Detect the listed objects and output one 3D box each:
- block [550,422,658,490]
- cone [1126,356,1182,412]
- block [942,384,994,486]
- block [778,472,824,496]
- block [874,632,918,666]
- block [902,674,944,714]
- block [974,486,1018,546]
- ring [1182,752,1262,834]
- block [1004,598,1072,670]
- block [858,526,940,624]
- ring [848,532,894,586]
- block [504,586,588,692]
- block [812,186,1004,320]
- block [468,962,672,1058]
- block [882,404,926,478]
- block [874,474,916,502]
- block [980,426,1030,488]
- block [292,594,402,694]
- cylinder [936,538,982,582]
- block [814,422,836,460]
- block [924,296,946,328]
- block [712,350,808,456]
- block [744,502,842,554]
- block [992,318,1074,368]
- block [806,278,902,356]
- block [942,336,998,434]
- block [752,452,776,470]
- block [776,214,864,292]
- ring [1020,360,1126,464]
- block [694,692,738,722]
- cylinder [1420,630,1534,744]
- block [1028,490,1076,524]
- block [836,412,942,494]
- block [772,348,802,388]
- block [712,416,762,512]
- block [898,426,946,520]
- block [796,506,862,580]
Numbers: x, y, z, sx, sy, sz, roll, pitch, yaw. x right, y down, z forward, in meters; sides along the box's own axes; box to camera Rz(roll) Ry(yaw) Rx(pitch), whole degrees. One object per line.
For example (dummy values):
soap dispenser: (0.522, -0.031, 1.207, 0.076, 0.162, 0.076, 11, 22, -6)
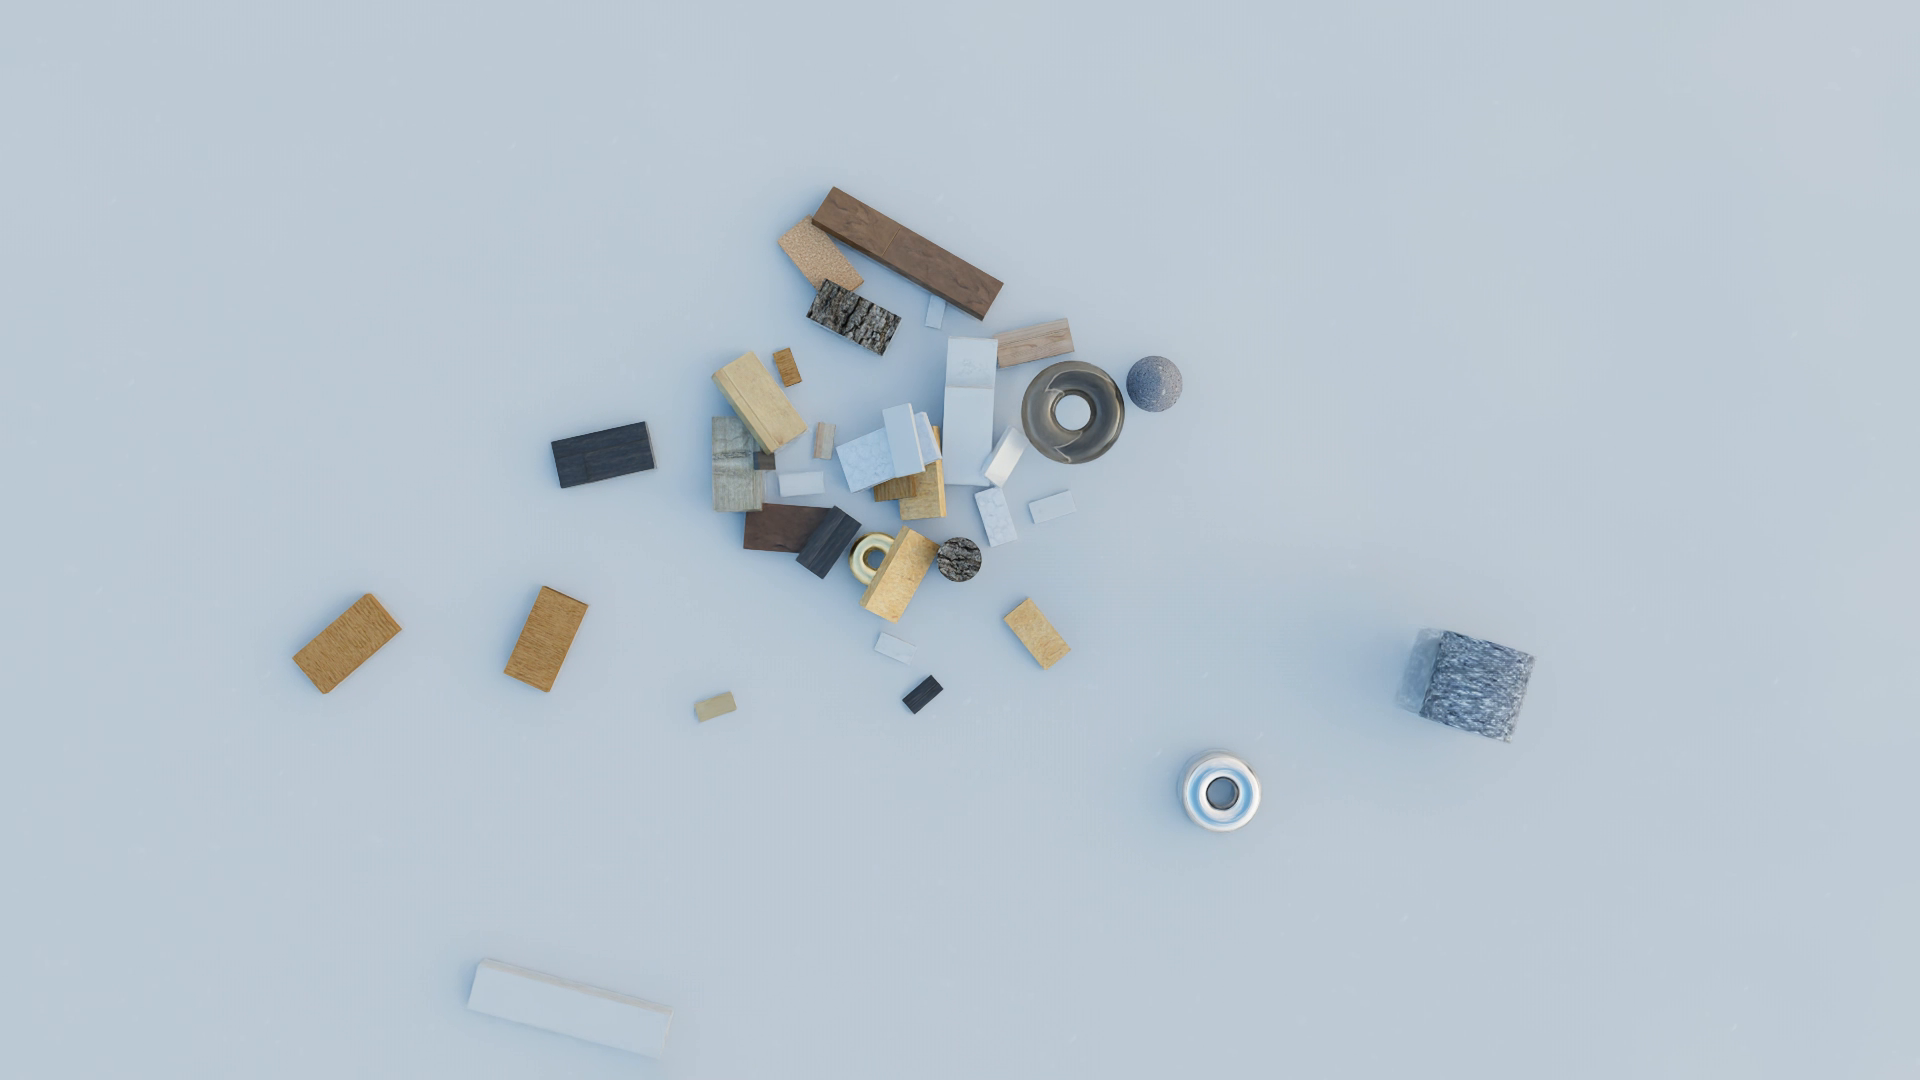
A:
block: (-1.181, -0.281, 5.477, 0.318, 0.045, 0.159, -12, 90, 0)
cone: (0.649, -0.520, 5.406, 0.189, 0.189, 0.189, 0, 90, 0)
block: (0.025, -0.345, 5.432, 0.161, 0.046, 0.322, 3, 107, 0)
block: (-0.527, -0.186, 5.490, 0.145, 0.021, 0.072, -5, 90, 0)
block: (-0.214, 0.361, 5.491, 0.129, 0.018, 0.064, 24, 90, 0)
block: (-0.123, 0.514, 5.491, 0.129, 0.018, 0.064, -41, 90, 0)
block: (0.120, -0.078, 5.487, 0.093, 0.026, 0.186, -18, 90, 0)
ring: (0.866, 0.837, 5.457, 0.268, 0.089, 0.268, 0, 90, -1)
block: (0.257, 0.312, 5.484, 0.112, 0.032, 0.223, -39, 90, 0)
block: (-0.198, 0.115, 5.436, 0.149, 0.042, 0.298, 30, 90, -40)
ring: (-0.277, 0.065, 5.469, 0.185, 0.062, 0.185, 0, 94, 0)
block: (-1.375, 0.329, 5.478, 0.158, 0.045, 0.315, 24, 90, 0)
block: (-0.173, -0.948, 5.458, 0.650, 0.040, 0.141, 30, 72, 0)
block: (-1.296, 1.562, 5.479, 0.658, 0.042, 0.149, 15, 90, 0)
block: (-0.183, -0.324, 5.368, 0.093, 0.026, 0.226, -13, 86, 18)
block: (-0.217, -0.171, 5.456, 0.145, 0.021, 0.072, -7, 89, 26)
block: (0.148, -0.275, 5.447, 0.093, 0.026, 0.186, 38, 80, -41)
block: (-2.036, 0.344, 5.477, 0.326, 0.045, 0.159, -41, 90, 0)
cylinder: (-0.002, 0.063, 5.427, 0.147, 0.147, 0.147, 0, 90, 0)
block: (-0.451, -0.330, 5.492, 0.059, 0.017, 0.119, 7, 90, 0)
block: (-0.081, -0.759, 5.493, 0.052, 0.015, 0.104, 12, 90, 0)
block: (-0.661, -0.453, 5.443, 0.159, 0.045, 0.318, -36, 90, -27)
block: (-0.554, -0.036, 5.478, 0.315, 0.045, 0.158, 4, 90, 0)
block: (0.244, -0.654, 5.484, 0.254, 0.032, 0.112, -13, 90, 0)
block: (-0.352, -0.737, 5.453, 0.283, 0.040, 0.141, 27, 94, -9)
block: (0.033, -0.503, 5.432, 0.161, 0.046, 0.322, 4, 107, 0)
block: (-0.645, -0.261, 5.442, 0.017, 0.119, 0.059, -6, 90, 21)
block: (-0.463, -0.926, 5.480, 0.141, 0.040, 0.283, -39, 90, 0)
ring: (0.373, -0.421, 5.444, 0.345, 0.115, 0.345, 0, 90, -1)
block: (-0.814, 0.555, 5.491, 0.129, 0.018, 0.064, -20, 90, 0)
cylinder: (1.677, 0.475, 5.354, 0.292, 0.292, 0.292, 16, 90, 0)
block: (0.308, -0.109, 5.490, 0.145, 0.021, 0.072, -18, 90, 0)
block: (-0.235, -0.286, 5.423, 0.322, 0.046, 0.161, -21, 84, 17)
block: (-0.575, -0.574, 5.492, 0.059, 0.017, 0.119, -21, 90, 0)
block: (-0.737, -0.251, 5.453, 0.158, 0.045, 0.315, -2, 81, 0)
block: (-0.133, -0.220, 5.449, 0.149, 0.042, 0.298, -5, 90, 26)
block: (-0.432, 0.008, 5.440, 0.112, 0.032, 0.223, 35, 90, 0)
